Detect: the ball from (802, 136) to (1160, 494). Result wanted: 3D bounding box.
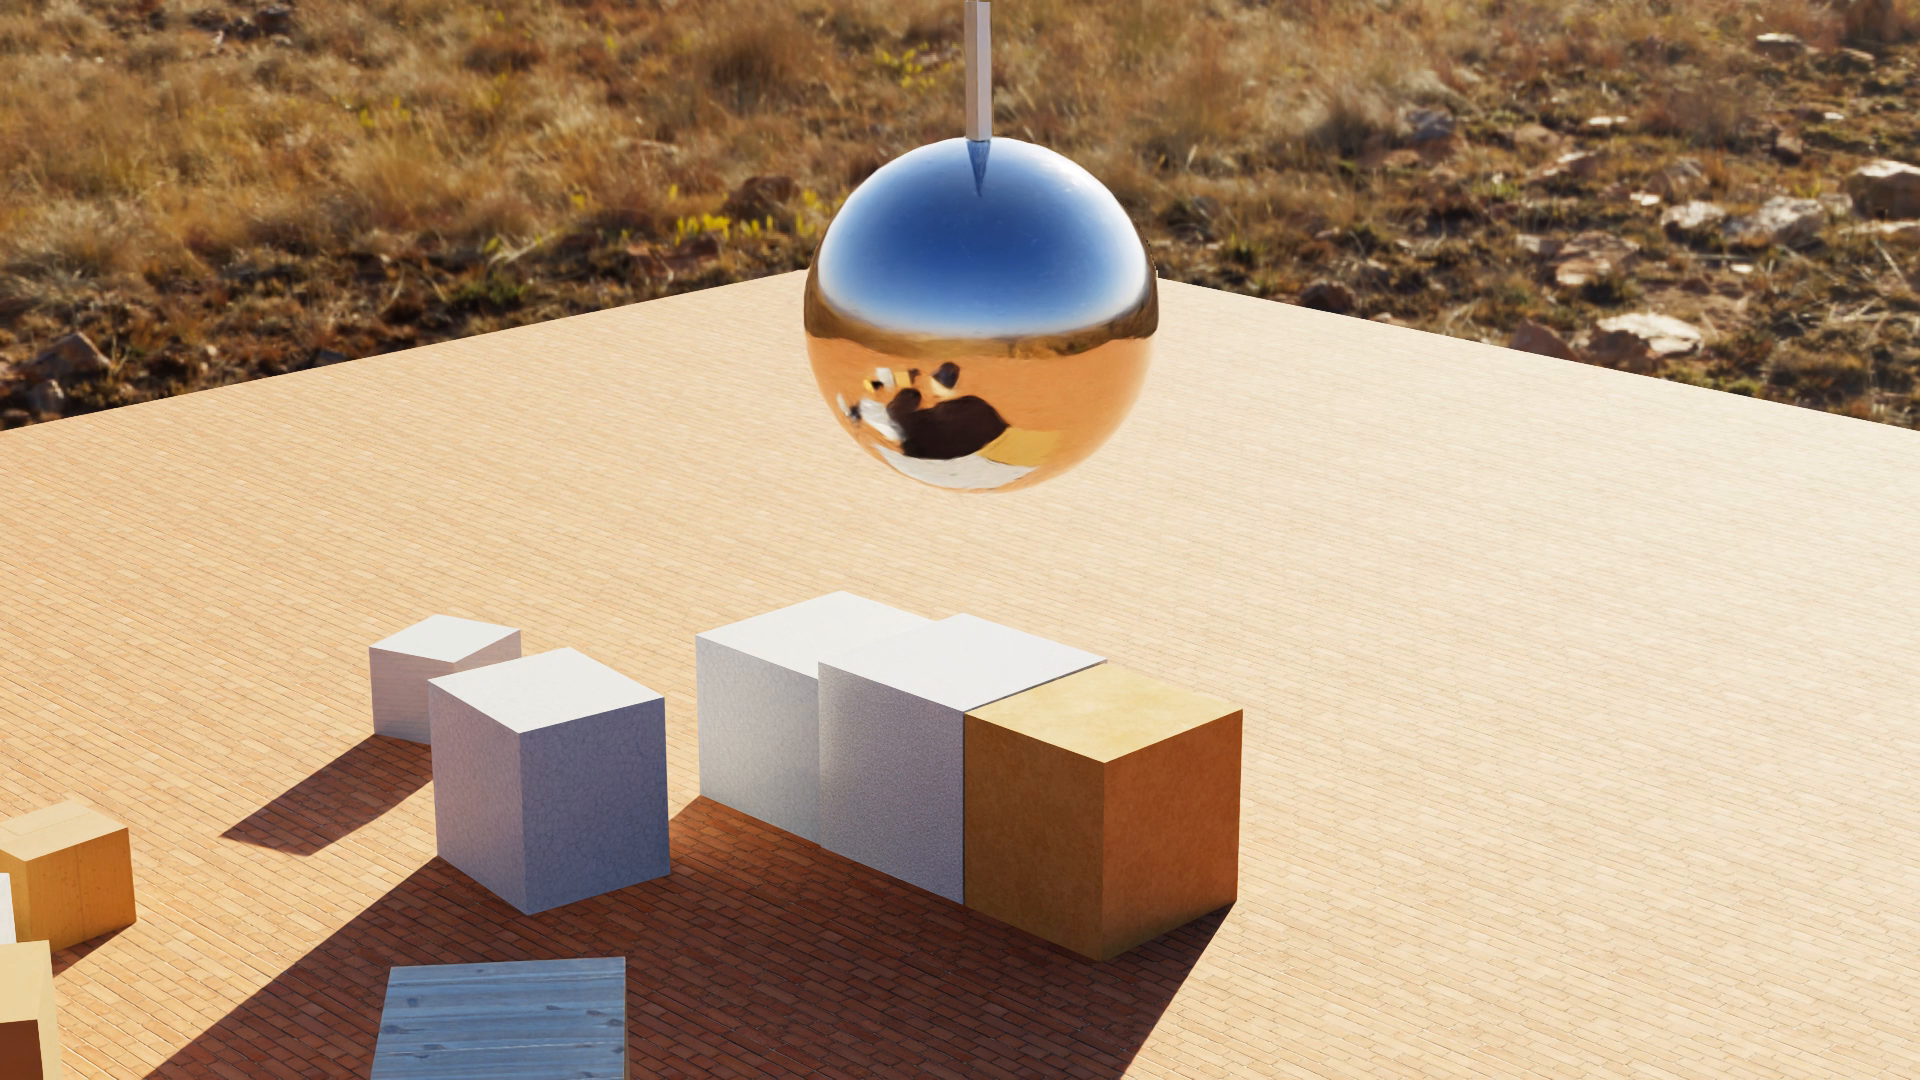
[{"bbox_3d":[0.095,-1.002,13.127,1.600,1.600,1.600,0,17,0],"label":"ball"}]

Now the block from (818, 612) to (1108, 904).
[{"bbox_3d":[0.014,0.993,13.641,0.930,0.926,0.959,16,24,42],"label":"block"}]

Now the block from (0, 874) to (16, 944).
[{"bbox_3d":[-4.181,1.757,11.684,0.621,0.642,0.675,1,17,2],"label":"block"}]

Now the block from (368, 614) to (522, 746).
[{"bbox_3d":[-2.660,0.732,15.219,0.536,0.477,0.578,9,19,26],"label":"block"}]

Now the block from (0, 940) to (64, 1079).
[{"bbox_3d":[-3.718,1.980,10.862,0.681,0.708,0.677,-4,18,-13],"label":"block"}]

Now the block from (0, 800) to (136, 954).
[{"bbox_3d":[-3.981,1.482,12.869,0.461,0.455,0.504,15,23,40],"label":"block"}]

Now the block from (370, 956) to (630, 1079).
[{"bbox_3d":[-1.548,2.094,10.068,0.821,0.968,0.939,-2,18,-6],"label":"block"}]

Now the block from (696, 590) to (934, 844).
[{"bbox_3d":[-0.627,0.844,14.276,0.957,0.830,0.877,-17,24,-42],"label":"block"}]

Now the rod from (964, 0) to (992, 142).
[{"bbox_3d":[0.041,-4.229,12.056,0.080,5.200,0.080,17,25,42],"label":"rod"}]

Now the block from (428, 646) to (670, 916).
[{"bbox_3d":[-1.884,1.087,13.439,0.746,0.868,0.847,-13,22,-35],"label":"block"}]

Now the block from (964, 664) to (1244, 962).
[{"bbox_3d":[0.634,1.190,13.023,0.826,0.921,0.908,17,24,42],"label":"block"}]
